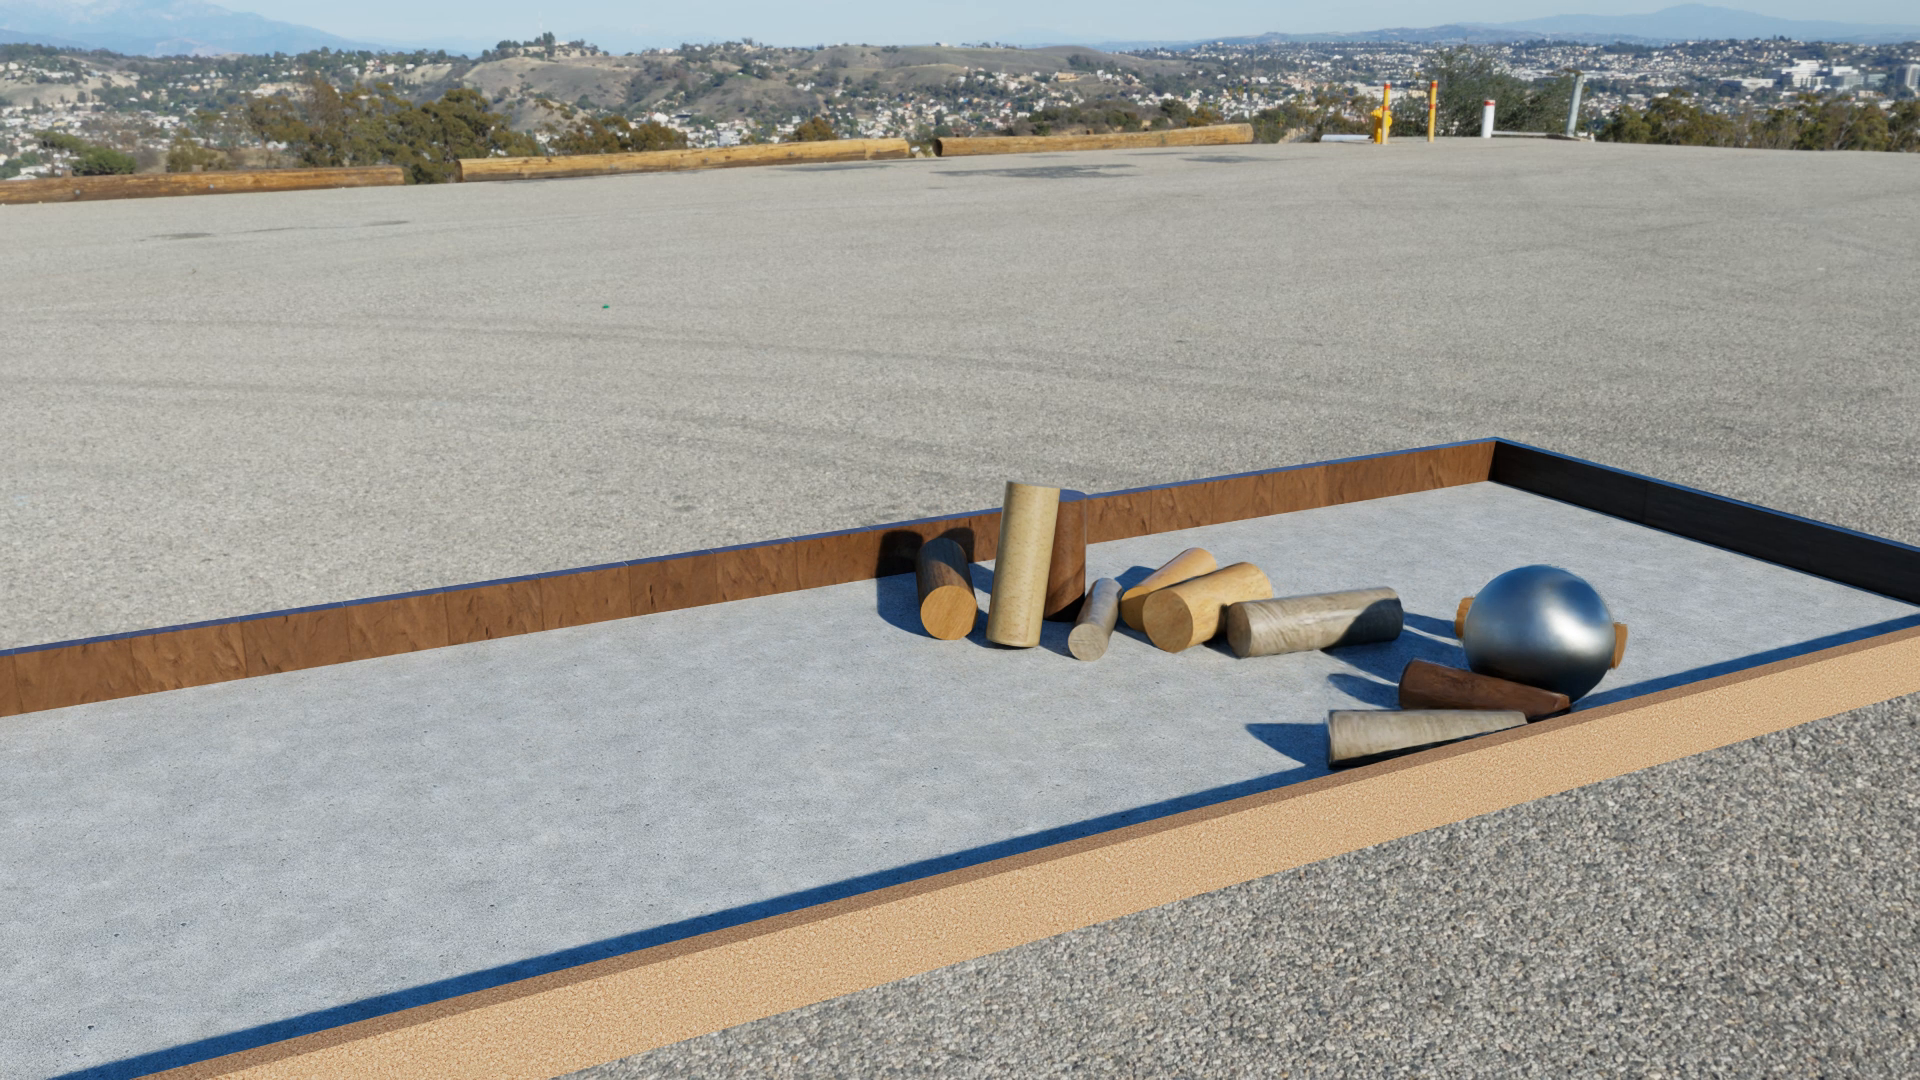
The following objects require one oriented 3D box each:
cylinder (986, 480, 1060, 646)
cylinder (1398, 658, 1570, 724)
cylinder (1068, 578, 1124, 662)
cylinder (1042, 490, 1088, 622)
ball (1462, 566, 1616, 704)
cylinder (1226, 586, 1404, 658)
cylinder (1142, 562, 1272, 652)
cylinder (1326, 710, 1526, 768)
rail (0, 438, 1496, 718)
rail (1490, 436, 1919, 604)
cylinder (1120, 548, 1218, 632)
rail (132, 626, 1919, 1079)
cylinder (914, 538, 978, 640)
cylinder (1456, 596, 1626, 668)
[{"bbox_3d":[0.166,0.061,4.362,0.145,0.422,0.145,7,6,-1],"label":"cylinder"},{"bbox_3d":[1.219,0.378,3.847,0.362,0.125,0.125,14,21,38],"label":"cylinder"},{"bbox_3d":[0.371,0.211,4.455,0.103,0.103,0.399,3,17,11],"label":"cylinder"},{"bbox_3d":[0.283,0.043,4.593,0.136,0.346,0.136,0,16,0],"label":"cylinder"},{"bbox_3d":[1.383,0.234,3.948,0.345,0.345,0.345,0,16,0],"label":"ball"},{"bbox_3d":[0.937,0.216,4.360,0.444,0.146,0.146,-5,17,-17],"label":"cylinder"},{"bbox_3d":[0.670,0.179,4.443,0.347,0.171,0.171,-15,22,-42],"label":"cylinder"},{"bbox_3d":[1.017,0.435,3.611,0.414,0.125,0.125,-1,16,8],"label":"cylinder"},{"bbox_3d":[-3.305,0.497,3.399,12.000,0.150,0.050,-9,18,-27],"label":"rail"},{"bbox_3d":[2.466,-0.048,5.253,0.050,0.150,2.100,-9,18,-27],"label":"rail"},{"bbox_3d":[0.595,0.136,4.669,0.126,0.126,0.431,9,18,27],"label":"cylinder"},{"bbox_3d":[-2.336,1.006,1.665,12.000,0.150,0.050,-9,18,-27],"label":"rail"},{"bbox_3d":[-0.042,0.132,4.632,0.155,0.155,0.453,-1,16,-3],"label":"cylinder"},{"bbox_3d":[1.522,0.241,4.334,0.409,0.113,0.113,11,20,33],"label":"cylinder"}]
